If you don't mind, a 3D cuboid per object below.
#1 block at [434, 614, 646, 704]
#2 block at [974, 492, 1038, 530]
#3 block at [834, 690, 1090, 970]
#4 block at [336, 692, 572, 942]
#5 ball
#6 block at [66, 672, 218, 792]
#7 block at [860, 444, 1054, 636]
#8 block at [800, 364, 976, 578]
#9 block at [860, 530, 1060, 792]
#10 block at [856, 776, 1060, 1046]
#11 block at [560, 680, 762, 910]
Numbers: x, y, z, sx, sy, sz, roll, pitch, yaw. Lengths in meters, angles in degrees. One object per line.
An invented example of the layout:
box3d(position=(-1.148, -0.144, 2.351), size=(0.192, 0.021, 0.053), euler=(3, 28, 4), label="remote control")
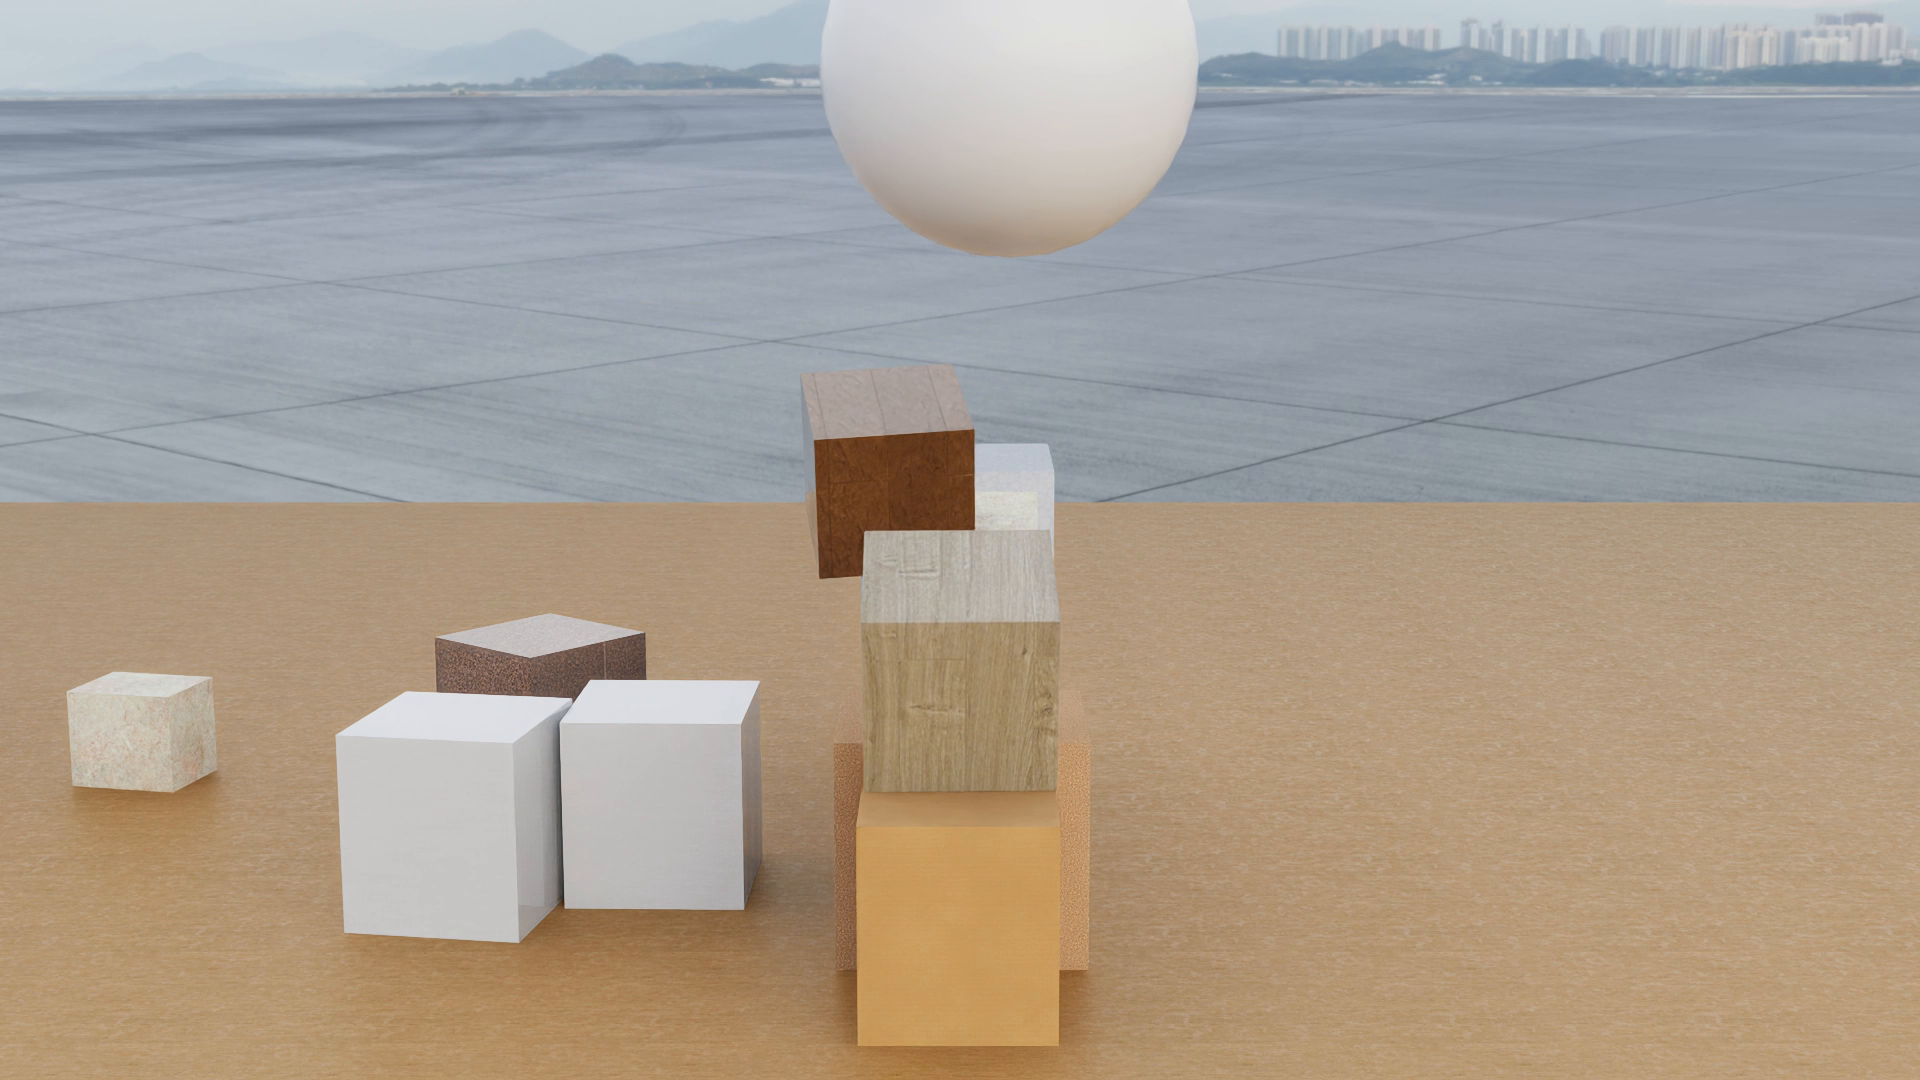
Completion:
box3d(position=(-2.067, 0.850, 12.713), size=(0.711, 0.780, 0.740), euler=(9, 13, 39), label="block")
box3d(position=(-0.017, 0.275, 11.465), size=(0.725, 0.716, 0.766), euler=(0, 28, 1), label="block")
box3d(position=(0.007, 1.172, 10.524), size=(1.005, 0.929, 0.869), euler=(0, 10, 0), label="block")
box3d(position=(-2.113, 1.155, 10.856), size=(0.755, 0.843, 0.765), euler=(2, 10, 9), label="block")
box3d(position=(0.206, -1.993, 10.818), size=(1.600, 1.600, 1.600), euler=(0, 10, 0), label="ball")
box3d(position=(-4.114, 0.962, 12.921), size=(0.551, 0.484, 0.441), euler=(2, 11, 12), label="block")
box3d(position=(-0.013, 0.009, 12.383), size=(0.899, 0.828, 0.907), euler=(0, 10, 0), label="block")
box3d(position=(-0.316, -0.305, 11.100), size=(0.671, 0.656, 0.681), euler=(-4, 28, -7), label="block")
box3d(position=(-0.004, 0.456, 9.886), size=(0.729, 0.719, 0.787), euler=(0, 26, -1), label="block")
box3d(position=(-0.006, 1.371, 9.706), size=(0.736, 0.831, 0.801), euler=(0, 10, 0), label="block")
box3d(position=(-1.291, 1.101, 11.231), size=(0.765, 0.814, 0.776), euler=(0, 10, 1), label="block")
